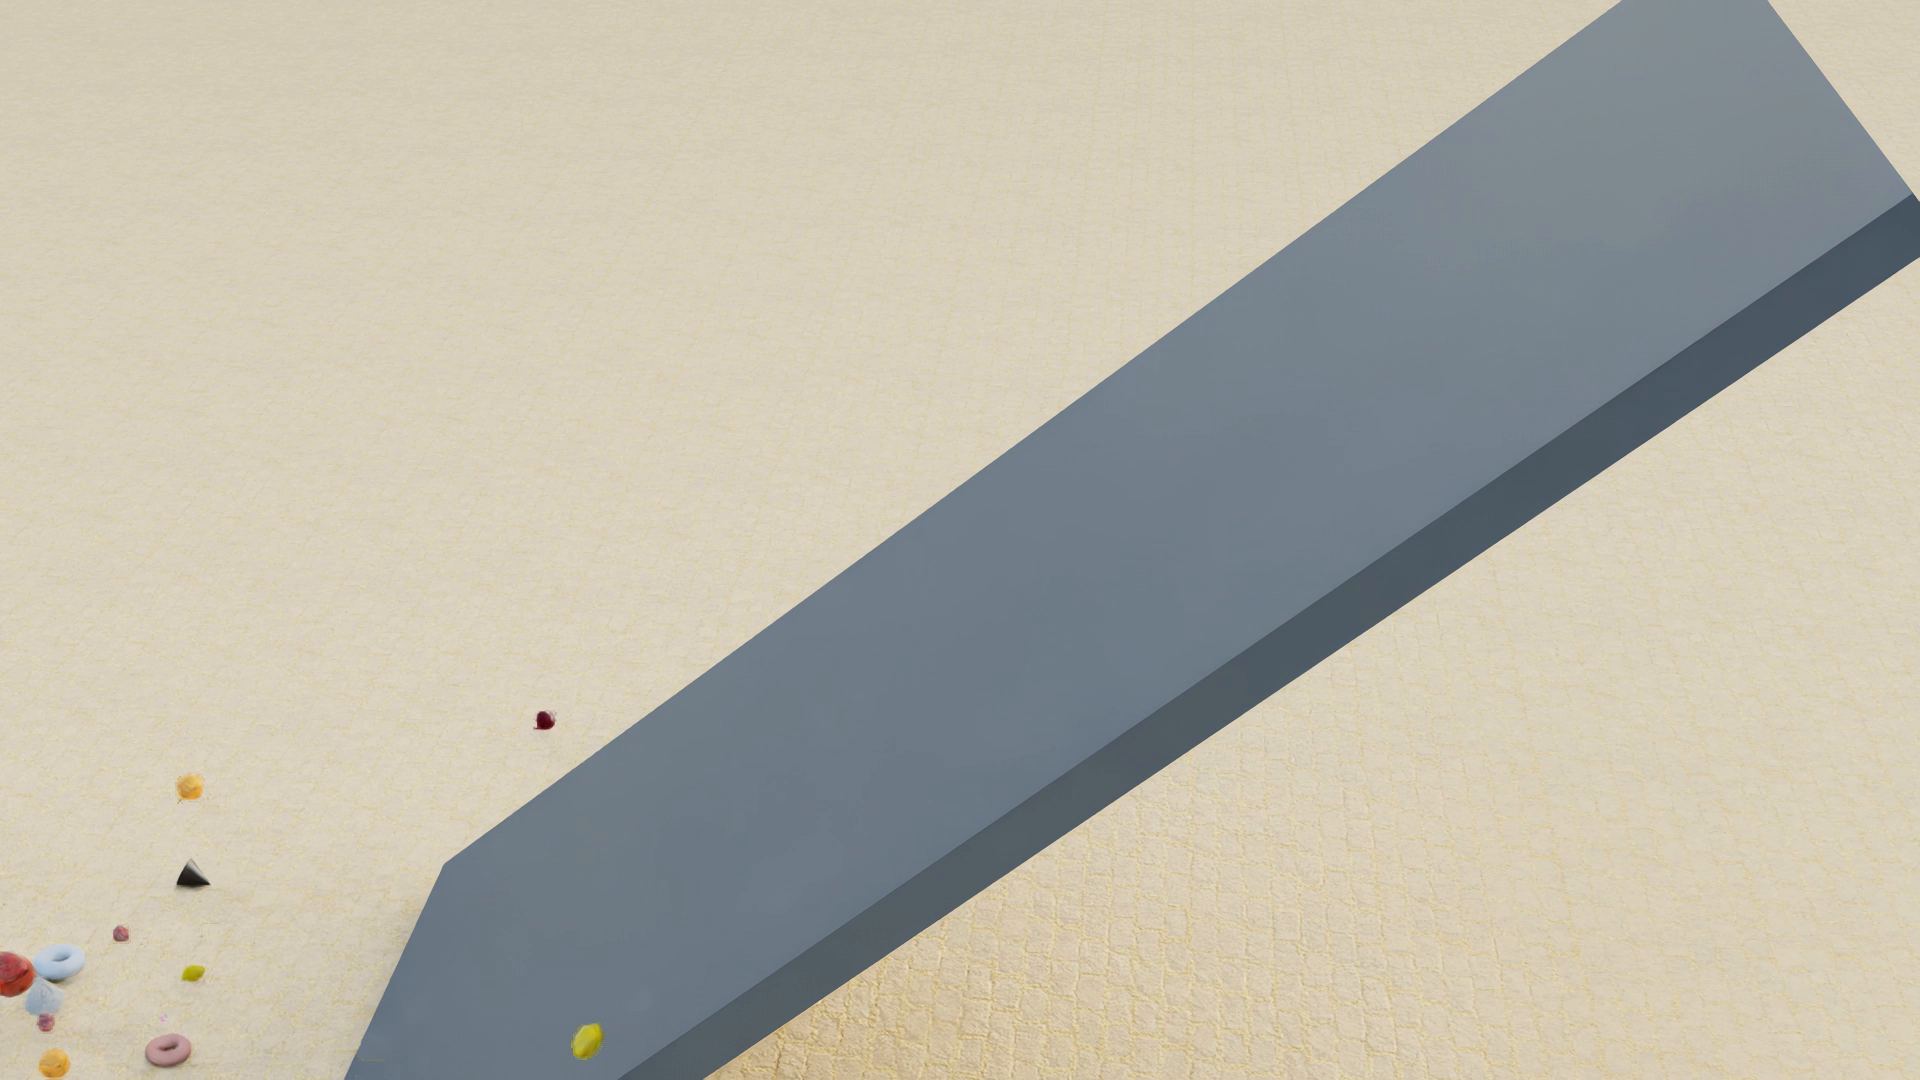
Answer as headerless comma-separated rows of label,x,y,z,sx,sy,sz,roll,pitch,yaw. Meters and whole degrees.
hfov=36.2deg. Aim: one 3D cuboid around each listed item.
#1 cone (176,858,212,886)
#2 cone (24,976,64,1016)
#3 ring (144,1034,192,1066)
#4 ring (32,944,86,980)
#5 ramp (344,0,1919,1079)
cone,-2.048,0.909,7.902,0.082,0.082,0.082,28,25,-4
cone,-2.289,1.115,7.326,0.097,0.097,0.097,1,43,-1
ring,-1.925,1.240,7.150,0.112,0.037,0.112,0,23,0
ring,-2.300,1.077,7.512,0.132,0.044,0.132,1,23,0
ramp,0.120,0.185,6.341,4.000,0.100,2.000,-36,16,18
